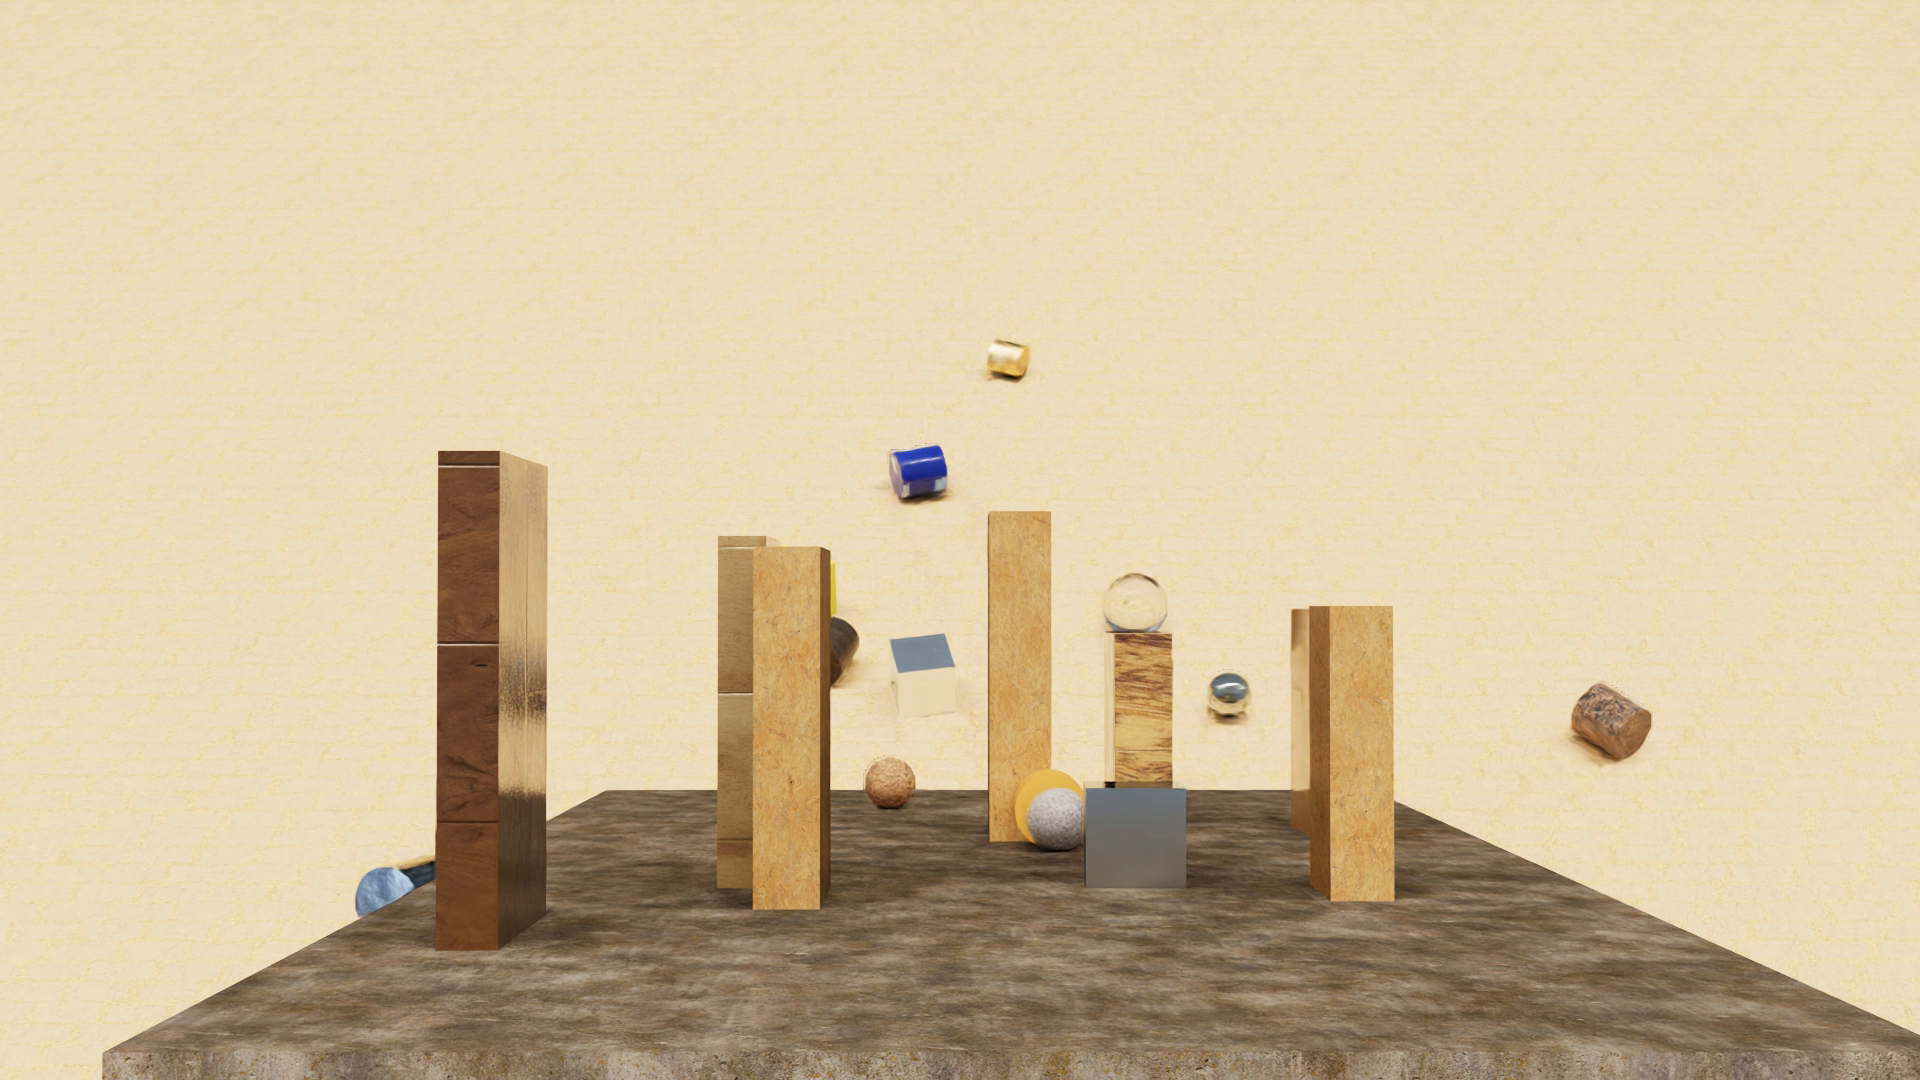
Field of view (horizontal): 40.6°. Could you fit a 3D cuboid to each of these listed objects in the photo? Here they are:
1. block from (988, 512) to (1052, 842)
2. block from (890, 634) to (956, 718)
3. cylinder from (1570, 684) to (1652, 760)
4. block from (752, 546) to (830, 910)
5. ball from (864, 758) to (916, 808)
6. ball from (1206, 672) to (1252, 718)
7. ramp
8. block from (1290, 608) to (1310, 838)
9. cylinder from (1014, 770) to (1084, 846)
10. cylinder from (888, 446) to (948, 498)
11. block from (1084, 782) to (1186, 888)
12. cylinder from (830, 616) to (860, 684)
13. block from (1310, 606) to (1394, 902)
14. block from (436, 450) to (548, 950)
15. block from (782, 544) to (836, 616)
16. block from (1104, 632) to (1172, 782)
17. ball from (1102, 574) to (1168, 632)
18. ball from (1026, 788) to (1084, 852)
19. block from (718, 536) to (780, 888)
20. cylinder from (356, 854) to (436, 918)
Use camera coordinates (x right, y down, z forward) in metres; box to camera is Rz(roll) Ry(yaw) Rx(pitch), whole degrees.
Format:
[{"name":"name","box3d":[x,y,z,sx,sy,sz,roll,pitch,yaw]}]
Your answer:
[{"name":"block","box3d":[0.124,0.283,5.484,0.127,0.675,0.348,0,-1,0]},{"name":"block","box3d":[-0.105,0.377,7.208,0.158,0.158,0.158,-6,34,-9]},{"name":"cylinder","box3d":[1.767,0.492,7.043,0.153,0.153,0.153,-24,41,-31]},{"name":"block","box3d":[-0.275,0.302,4.288,0.106,0.576,0.336,0,-1,0]},{"name":"ball","box3d":[-0.166,0.578,6.170,0.120,0.120,0.120,0,34,0]},{"name":"ball","box3d":[0.743,0.426,7.166,0.124,0.124,0.124,0,34,0]},{"name":"ramp","box3d":[0.075,0.653,4.795,2.000,0.100,4.000,0,-1,0]},{"name":"block","box3d":[0.799,0.384,5.510,0.146,0.474,0.366,0,-1,0]},{"name":"cylinder","box3d":[0.182,0.540,5.230,0.148,0.148,0.148,0,-1,0]},{"name":"cylinder","box3d":[-0.130,-0.213,8.092,0.146,0.146,0.146,-10,35,-18]},{"name":"block","box3d":[0.302,0.510,4.506,0.171,0.171,0.171,0,-1,1]},{"name":"cylinder","box3d":[-0.373,0.313,7.322,0.139,0.139,0.139,12,36,17]},{"name":"block","box3d":[0.656,0.351,4.360,0.104,0.481,0.249,0,-1,0]},{"name":"block","box3d":[-0.689,0.229,3.844,0.087,0.699,0.424,0,-1,0]},{"name":"block","box3d":[-0.484,0.154,7.521,0.179,0.179,0.179,19,38,25]},{"name":"block","box3d":[0.326,0.387,4.774,0.102,0.431,0.356,0,-1,0]},{"name":"ball","box3d":[0.503,0.190,7.457,0.190,0.190,0.190,0,34,0]},{"name":"ball","box3d":[0.192,0.548,5.093,0.125,0.125,0.125,0,34,0]},{"name":"block","box3d":[-0.373,0.298,4.611,0.083,0.601,0.357,0,-1,0]},{"name":"cylinder","box3d":[-1.190,0.771,5.596,0.160,0.160,0.160,14,8,20]}]
